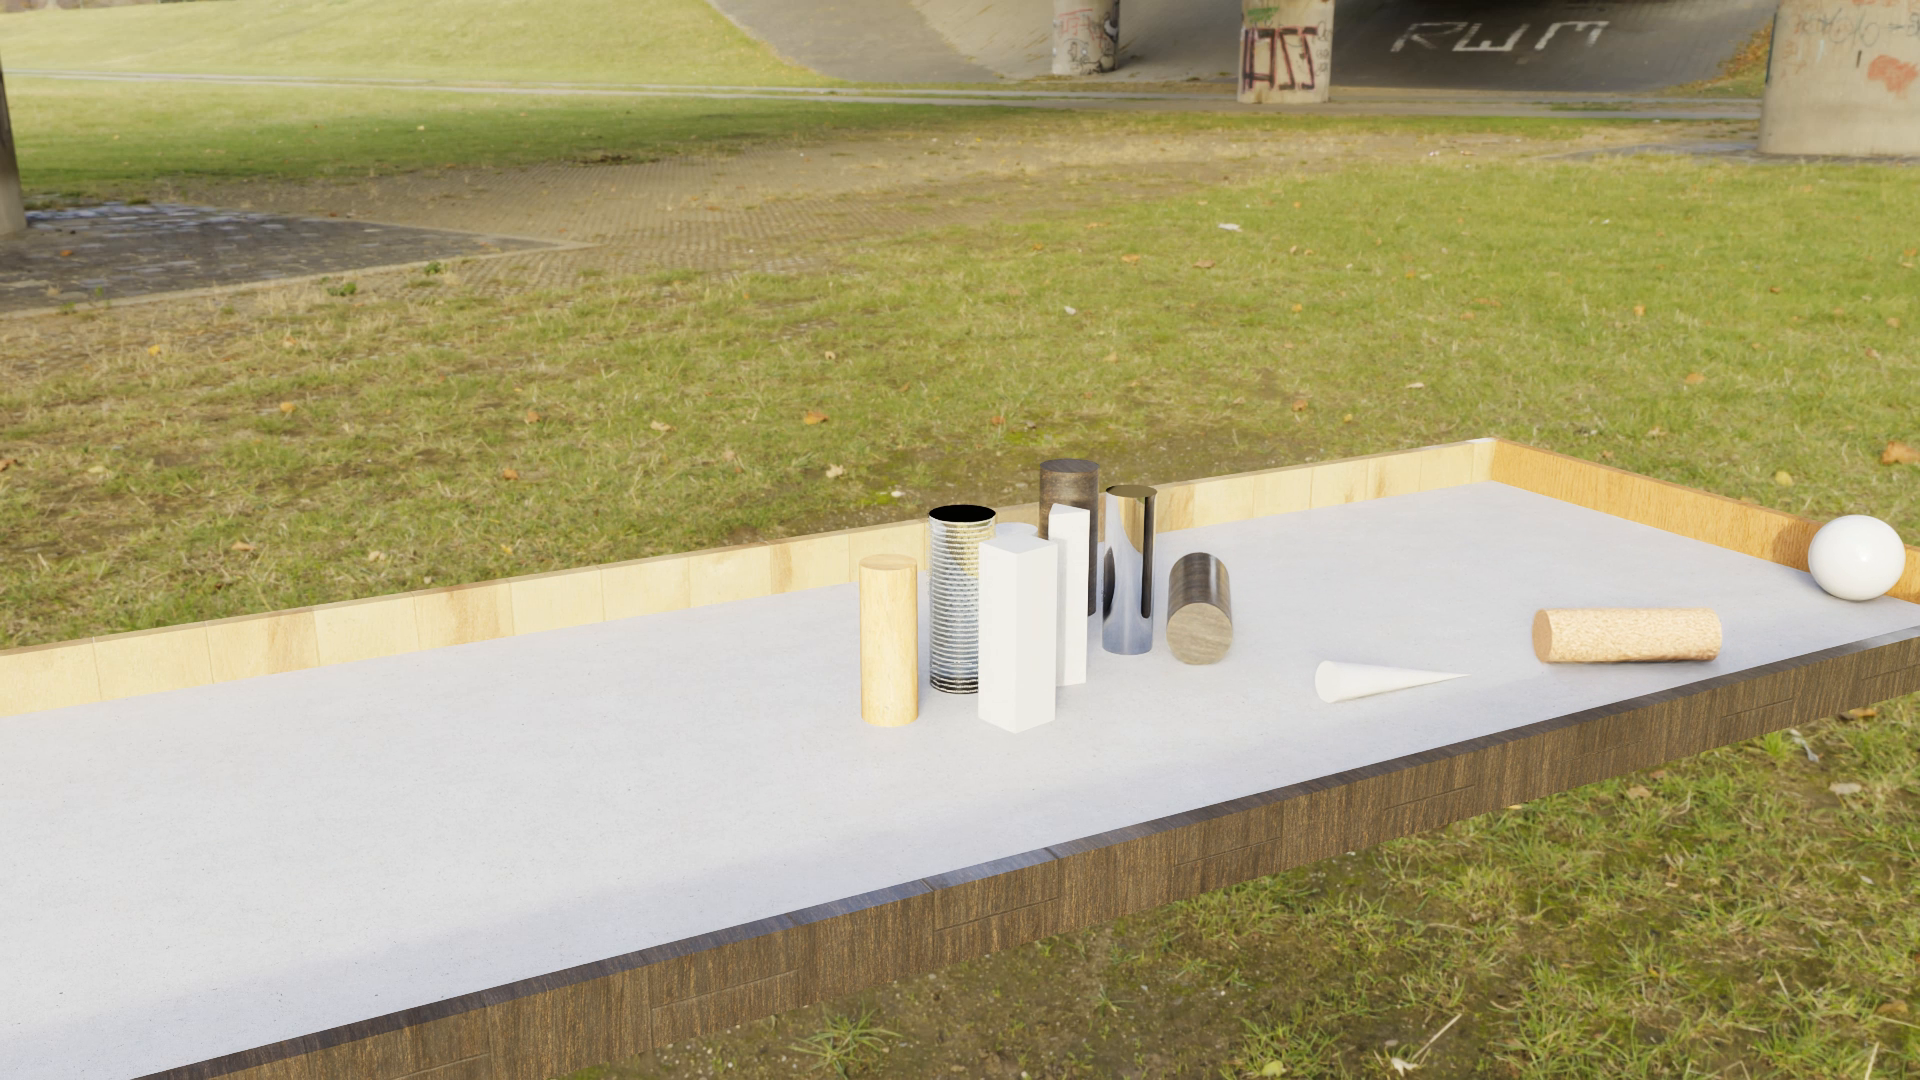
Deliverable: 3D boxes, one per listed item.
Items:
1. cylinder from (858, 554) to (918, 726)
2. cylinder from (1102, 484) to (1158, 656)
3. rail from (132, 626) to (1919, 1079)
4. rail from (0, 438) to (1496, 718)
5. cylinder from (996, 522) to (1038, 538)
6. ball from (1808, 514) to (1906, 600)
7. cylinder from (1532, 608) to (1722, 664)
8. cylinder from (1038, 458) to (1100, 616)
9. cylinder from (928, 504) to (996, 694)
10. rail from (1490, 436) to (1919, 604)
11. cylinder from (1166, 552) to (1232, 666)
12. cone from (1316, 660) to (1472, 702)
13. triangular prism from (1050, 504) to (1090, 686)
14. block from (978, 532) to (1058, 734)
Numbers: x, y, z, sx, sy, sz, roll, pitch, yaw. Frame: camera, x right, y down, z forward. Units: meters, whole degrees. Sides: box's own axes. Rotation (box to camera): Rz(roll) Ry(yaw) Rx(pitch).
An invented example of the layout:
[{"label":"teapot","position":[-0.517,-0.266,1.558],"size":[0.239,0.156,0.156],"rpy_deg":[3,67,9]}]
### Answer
[{"label":"cylinder","position":[-0.167,0.235,3.877],"size":[0.136,0.383,0.136],"rpy_deg":[0,16,0]},{"label":"cylinder","position":[0.444,0.078,4.330],"size":[0.134,0.428,0.134],"rpy_deg":[0,16,0]},{"label":"rail","position":[-2.336,1.006,1.665],"size":[12.000,0.150,0.050],"rpy_deg":[-9,18,-27]},{"label":"rail","position":[-3.305,0.497,3.399],"size":[12.000,0.150,0.050],"rpy_deg":[-9,18,-27]},{"label":"cylinder","position":[0.141,0.121,4.388],"size":[0.129,0.313,0.129],"rpy_deg":[0,16,0]},{"label":"ball","position":[2.576,0.051,4.741],"size":[0.249,0.249,0.249],"rpy_deg":[0,16,0]},{"label":"cylinder","position":[1.723,0.248,4.270],"size":[0.437,0.137,0.137],"rpy_deg":[0,16,-1]},{"label":"cylinder","position":[0.303,-0.004,4.623],"size":[0.166,0.420,0.166],"rpy_deg":[0,16,0]},{"label":"cylinder","position":[0.006,0.146,4.078],"size":[0.164,0.440,0.164],"rpy_deg":[0,16,0]},{"label":"rail","position":[2.466,-0.048,5.253],"size":[0.050,0.150,2.100],"rpy_deg":[-9,18,-27]},{"label":"cylinder","position":[0.645,0.178,4.446],"size":[0.170,0.170,0.452],"rpy_deg":[2,17,7]},{"label":"cone","position":[1.096,0.343,4.096],"size":[0.445,0.102,0.102],"rpy_deg":[0,15,-24]},{"label":"triangular prism","position":[0.250,0.136,4.101],"size":[0.106,0.446,0.092],"rpy_deg":[-6,17,-20]},{"label":"block","position":[0.134,0.215,3.851],"size":[0.128,0.435,0.128],"rpy_deg":[-14,21,-39]}]
